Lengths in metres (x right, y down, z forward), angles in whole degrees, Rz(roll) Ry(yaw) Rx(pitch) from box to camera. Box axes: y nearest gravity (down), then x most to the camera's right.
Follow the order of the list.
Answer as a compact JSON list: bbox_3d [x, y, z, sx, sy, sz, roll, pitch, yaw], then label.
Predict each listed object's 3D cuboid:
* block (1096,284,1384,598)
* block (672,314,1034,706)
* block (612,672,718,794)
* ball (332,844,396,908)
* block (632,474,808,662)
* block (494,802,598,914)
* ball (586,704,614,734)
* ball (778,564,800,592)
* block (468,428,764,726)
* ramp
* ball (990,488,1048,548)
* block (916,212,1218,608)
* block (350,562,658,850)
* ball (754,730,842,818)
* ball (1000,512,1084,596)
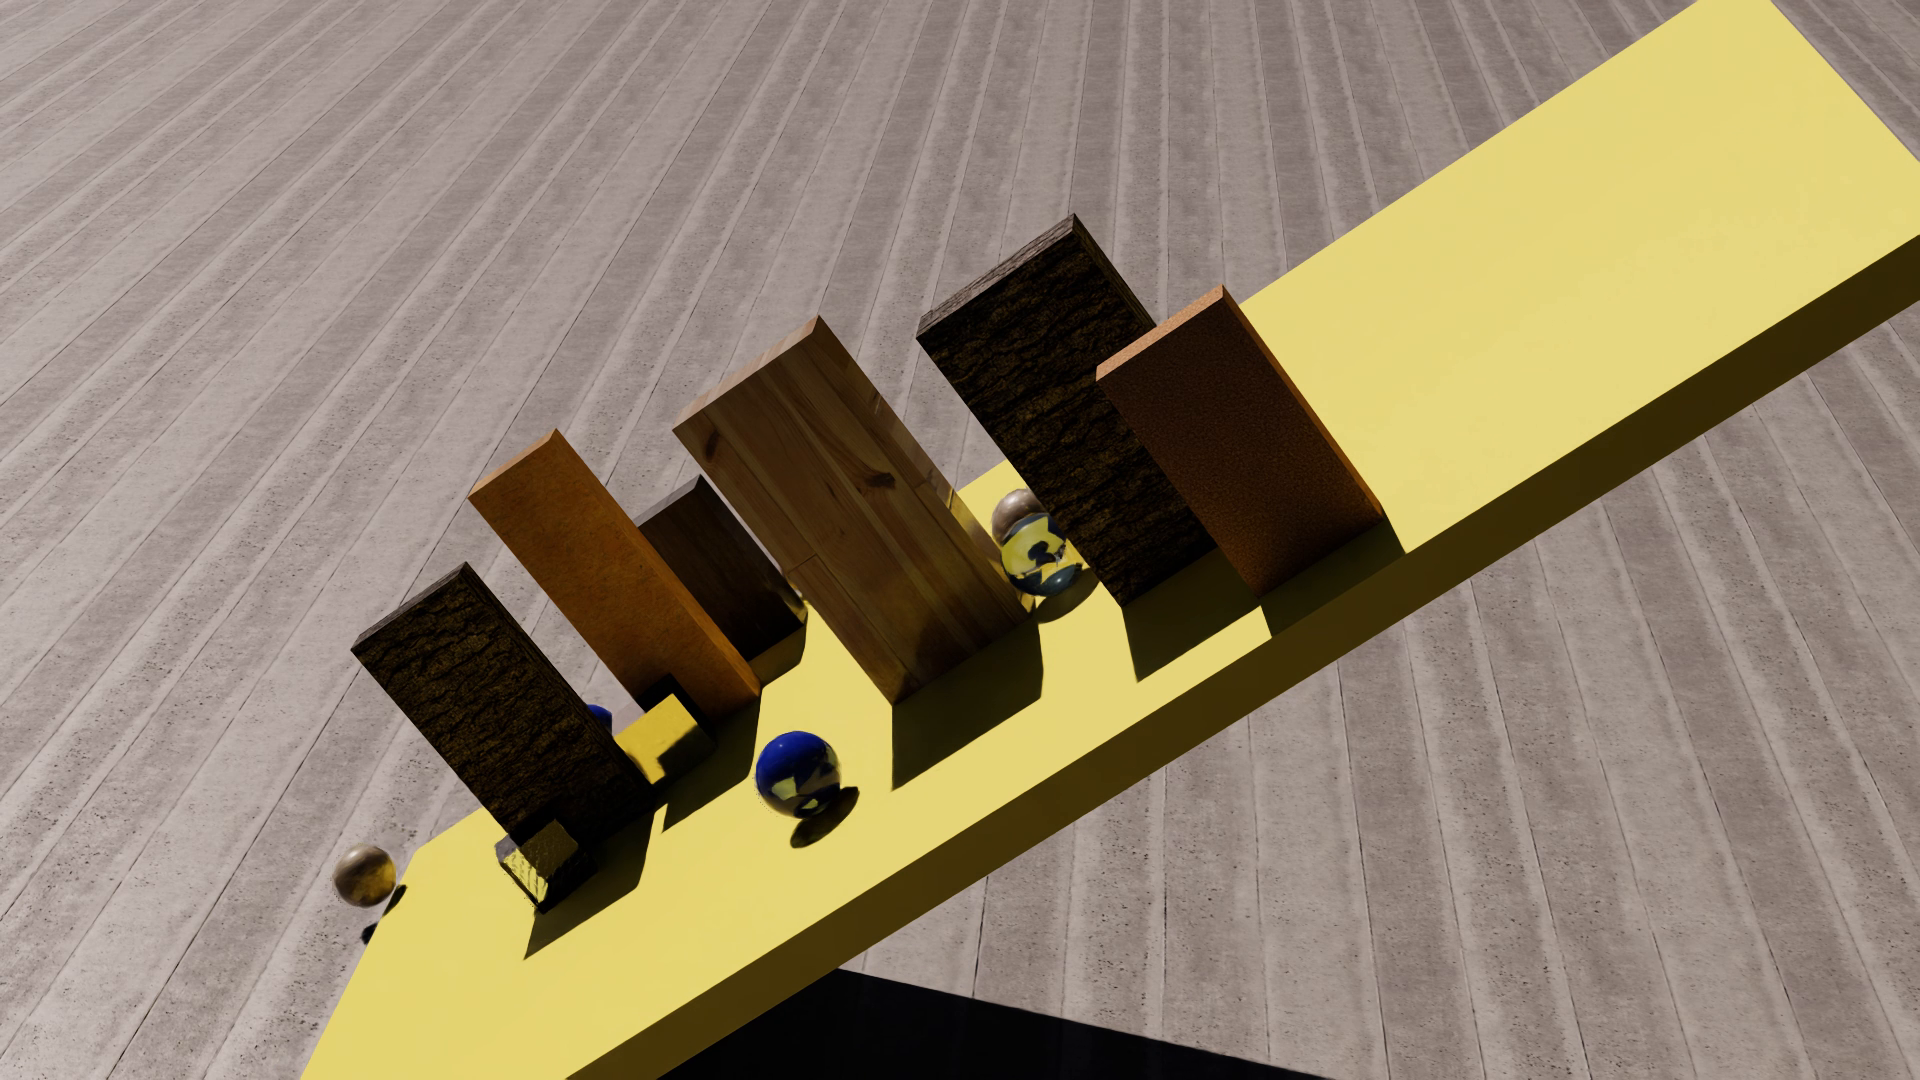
[{"bbox_3d":[0.508,-0.175,5.329,0.274,0.515,0.084,-33,16,16],"label":"block"},{"bbox_3d":[-0.216,-0.055,6.135,0.365,0.759,0.123,-33,16,16],"label":"block"},{"bbox_3d":[-0.687,0.448,6.844,0.172,0.172,0.172,-37,15,2],"label":"block"},{"bbox_3d":[-1.526,0.863,7.542,0.161,0.161,0.161,0,22,0],"label":"ball"},{"bbox_3d":[-0.619,0.098,7.204,0.282,0.436,0.104,-33,16,16],"label":"block"},{"bbox_3d":[-0.936,0.719,6.648,0.158,0.158,0.158,-39,15,-5],"label":"block"},{"bbox_3d":[-0.915,0.489,7.235,0.173,0.173,0.173,0,22,0],"label":"ball"},{"bbox_3d":[-0.395,0.070,7.380,0.120,0.120,0.120,0,22,0],"label":"ball"},{"bbox_3d":[-0.801,0.121,6.881,0.246,0.786,0.088,-33,16,16],"label":"block"},{"bbox_3d":[0.132,0.176,6.314,4.000,0.100,2.000,-33,16,16],"label":"ramp"},{"bbox_3d":[0.148,-0.032,6.381,0.164,0.164,0.164,0,22,0],"label":"ball"},{"bbox_3d":[0.269,-0.248,5.746,0.369,0.686,0.131,-33,16,16],"label":"block"},{"bbox_3d":[-1.035,0.415,6.713,0.320,0.703,0.085,-33,16,16],"label":"block"},{"bbox_3d":[-0.327,0.475,5.954,0.177,0.177,0.177,0,22,0],"label":"ball"},{"bbox_3d":[0.172,0.031,6.124,0.175,0.175,0.175,0,22,0],"label":"ball"}]
